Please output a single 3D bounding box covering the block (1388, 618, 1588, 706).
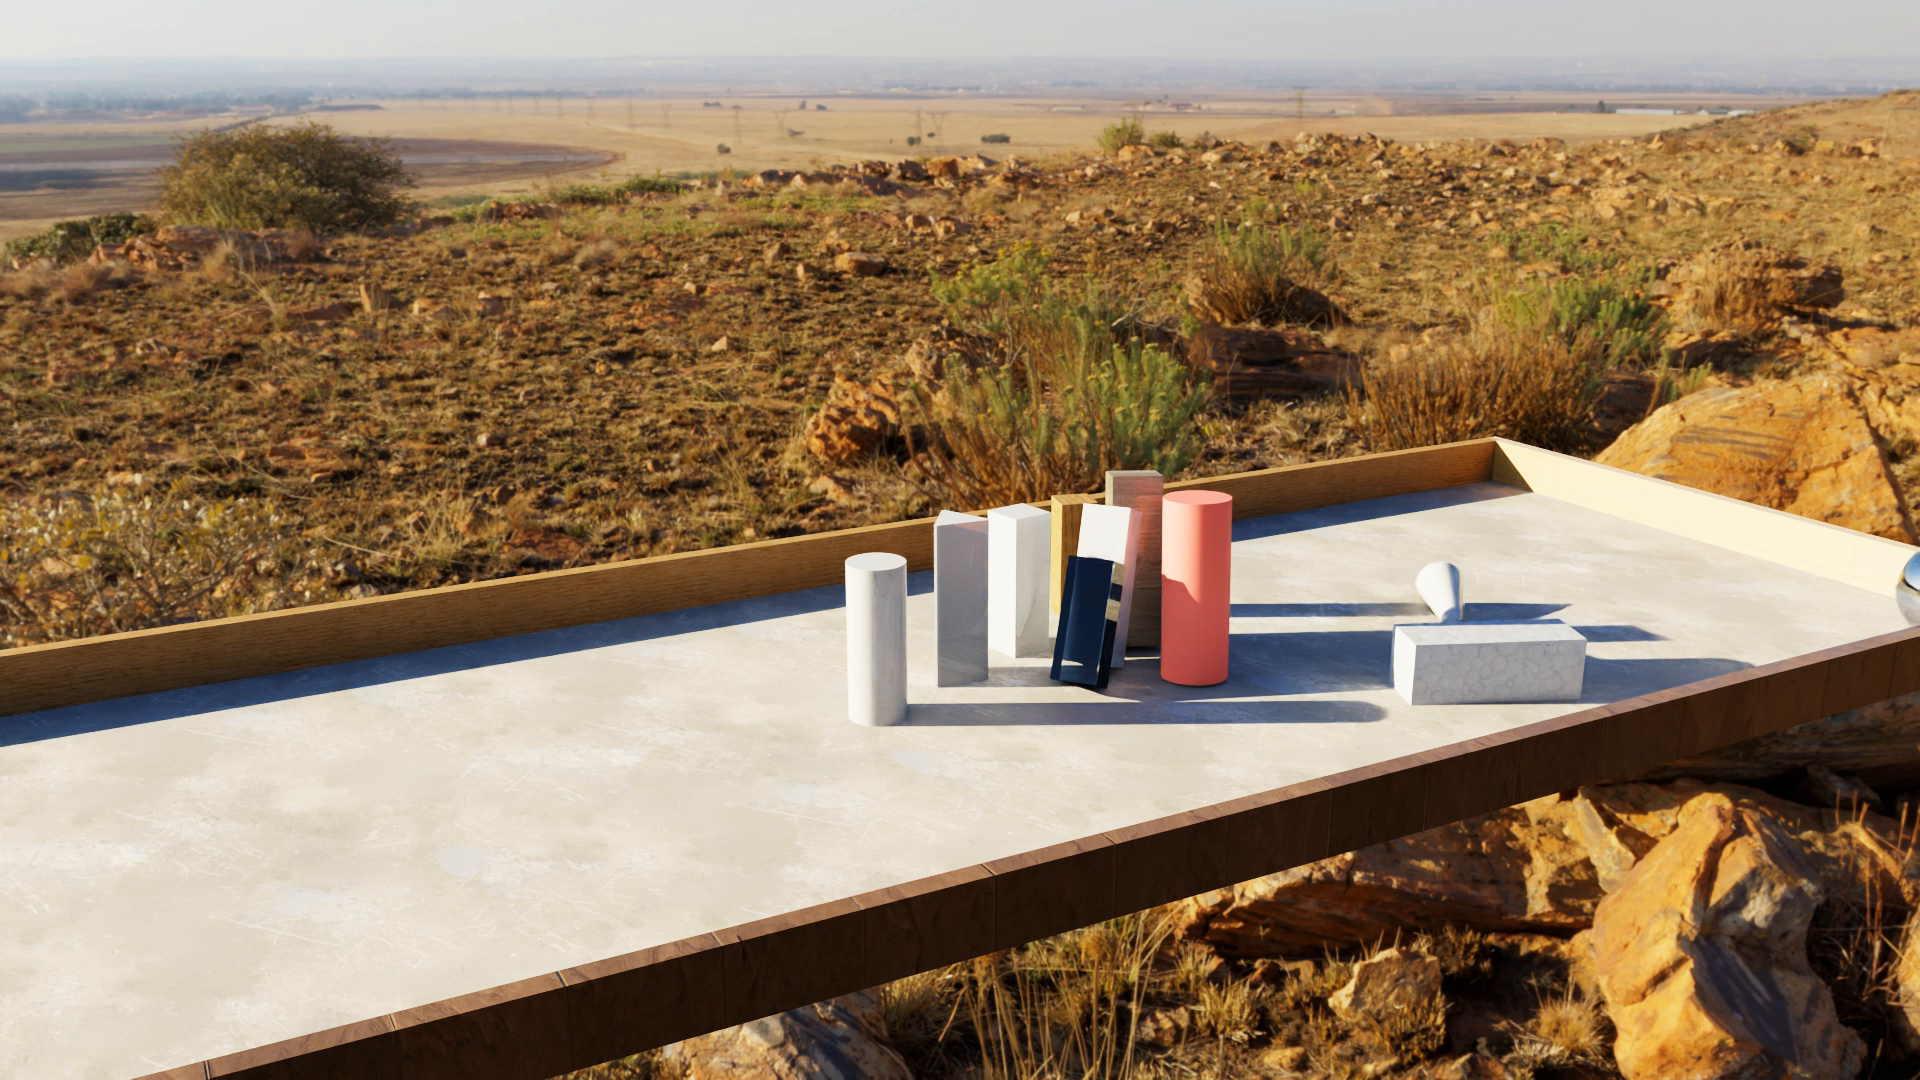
[{"bbox_3d":[1.297,0.299,4.064,0.428,0.155,0.155,-2,16,-5],"label":"block"}]

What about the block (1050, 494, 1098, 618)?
[{"bbox_3d":[0.318,0.045,4.619,0.103,0.329,0.103,-4,17,-12],"label":"block"}]

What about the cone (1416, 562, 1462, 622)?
[{"bbox_3d":[1.350,0.205,4.543,0.131,0.131,0.383,2,26,6],"label":"cone"}]

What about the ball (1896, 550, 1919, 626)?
[{"bbox_3d":[2.649,0.139,4.391,0.277,0.277,0.277,0,16,0],"label":"ball"}]

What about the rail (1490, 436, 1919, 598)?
[{"bbox_3d":[2.466,-0.048,5.253,0.050,0.150,2.100,-9,18,-27],"label":"rail"}]

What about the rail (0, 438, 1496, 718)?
[{"bbox_3d":[-3.305,0.497,3.399,12.000,0.150,0.050,-9,18,-27],"label":"rail"}]

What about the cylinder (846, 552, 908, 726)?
[{"bbox_3d":[-0.195,0.234,3.880,0.142,0.383,0.142,0,16,0],"label":"cylinder"}]

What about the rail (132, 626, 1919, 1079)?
[{"bbox_3d":[-2.336,1.006,1.665,12.000,0.150,0.050,-9,18,-27],"label":"rail"}]

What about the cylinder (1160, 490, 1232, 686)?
[{"bbox_3d":[0.590,0.118,4.123,0.170,0.459,0.170,-1,13,0],"label":"cylinder"}]

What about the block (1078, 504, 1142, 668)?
[{"bbox_3d":[0.367,0.118,4.209,0.123,0.402,0.123,6,-2,21],"label":"block"}]

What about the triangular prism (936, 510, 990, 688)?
[{"bbox_3d":[-0.018,0.142,4.127,0.143,0.419,0.124,-7,18,-22],"label":"triangular prism"}]

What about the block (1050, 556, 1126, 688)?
[{"bbox_3d":[0.317,0.203,4.082,0.115,0.307,0.115,7,-6,21],"label":"block"}]

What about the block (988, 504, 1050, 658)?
[{"bbox_3d":[0.154,0.106,4.328,0.116,0.376,0.116,-12,20,-36],"label":"block"}]

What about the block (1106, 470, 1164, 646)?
[{"bbox_3d":[0.460,0.047,4.371,0.132,0.450,0.132,-1,8,-3],"label":"block"}]
